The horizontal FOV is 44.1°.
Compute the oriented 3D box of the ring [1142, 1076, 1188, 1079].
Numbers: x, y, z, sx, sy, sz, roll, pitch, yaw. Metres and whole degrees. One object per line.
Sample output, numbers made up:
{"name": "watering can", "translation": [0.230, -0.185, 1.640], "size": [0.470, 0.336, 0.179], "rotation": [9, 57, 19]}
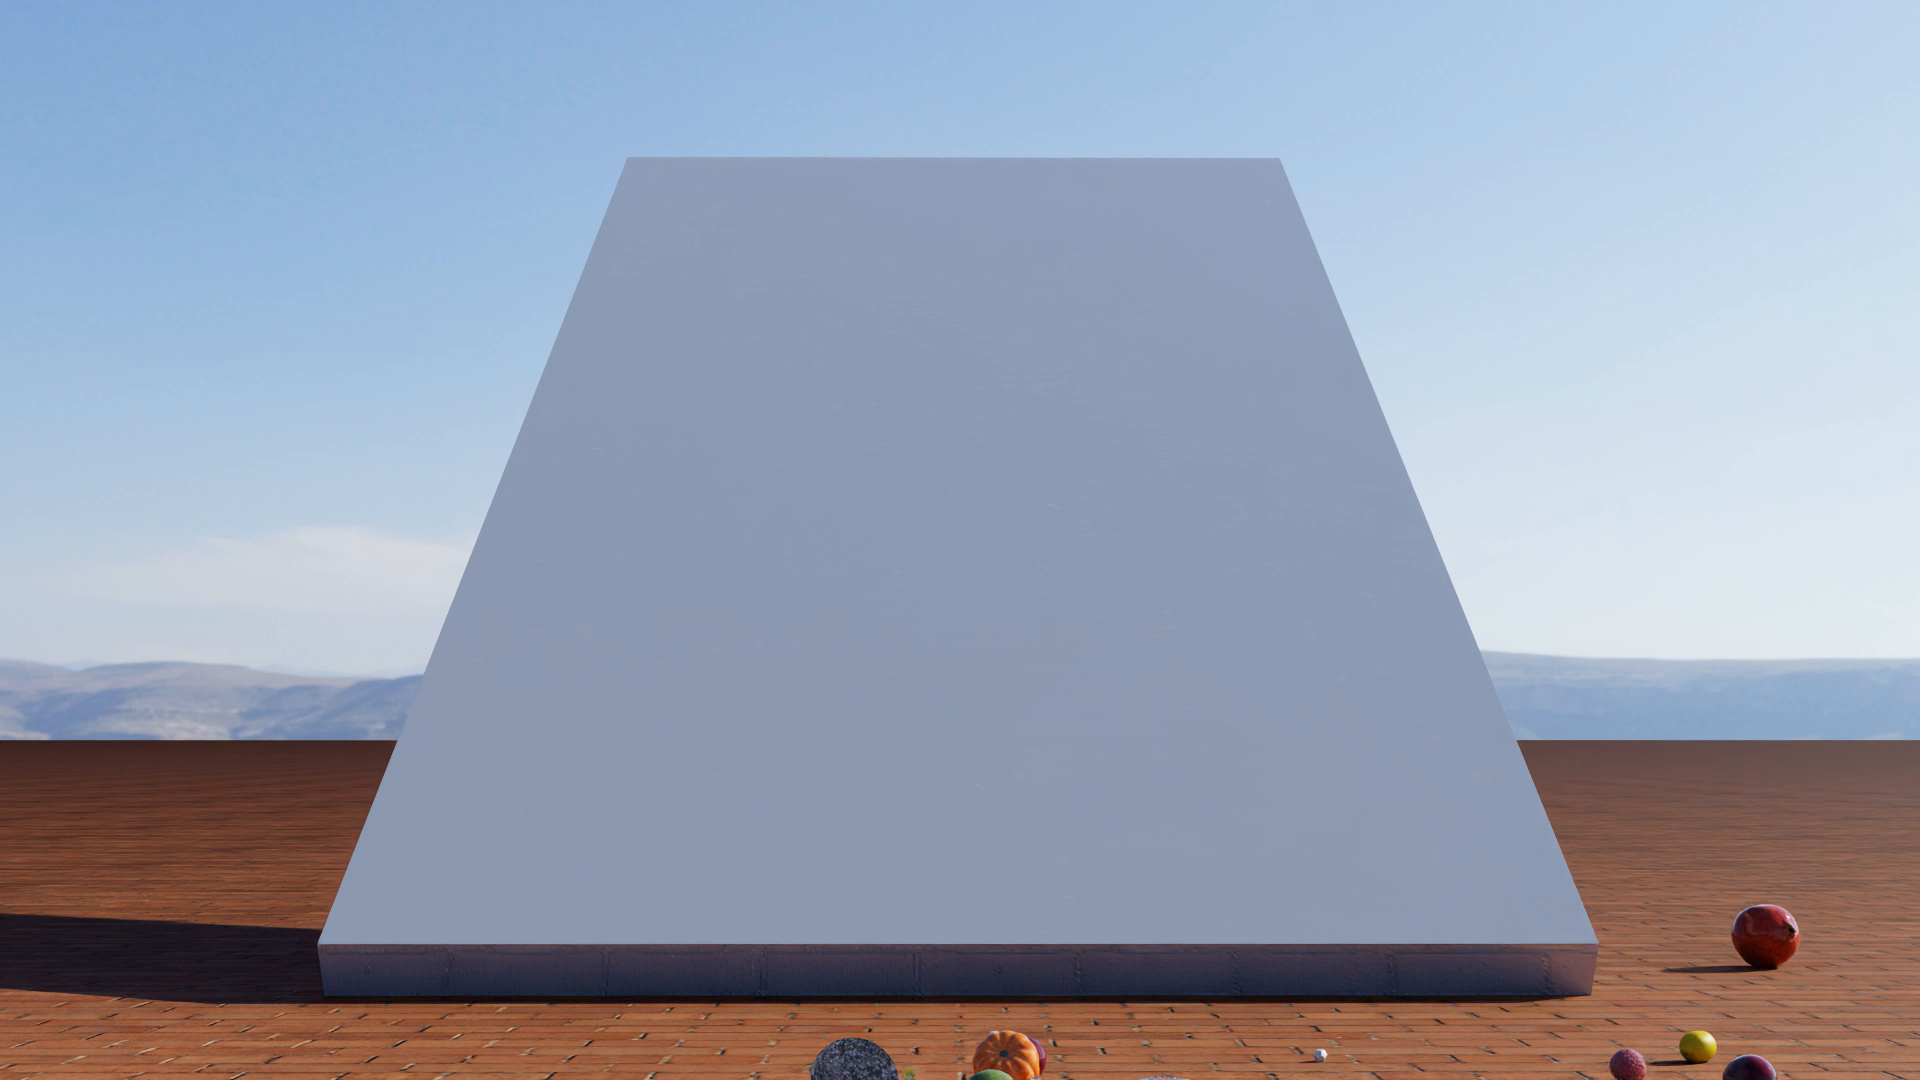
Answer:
{"name": "ring", "translation": [0.230, 0.614, 2.626], "size": [0.088, 0.029, 0.088], "rotation": [1, -5, 0]}

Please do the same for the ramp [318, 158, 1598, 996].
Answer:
{"name": "ramp", "translation": [-0.010, -0.227, 5.502], "size": [2.000, 0.100, 4.000], "rotation": [0, 27, 0]}
